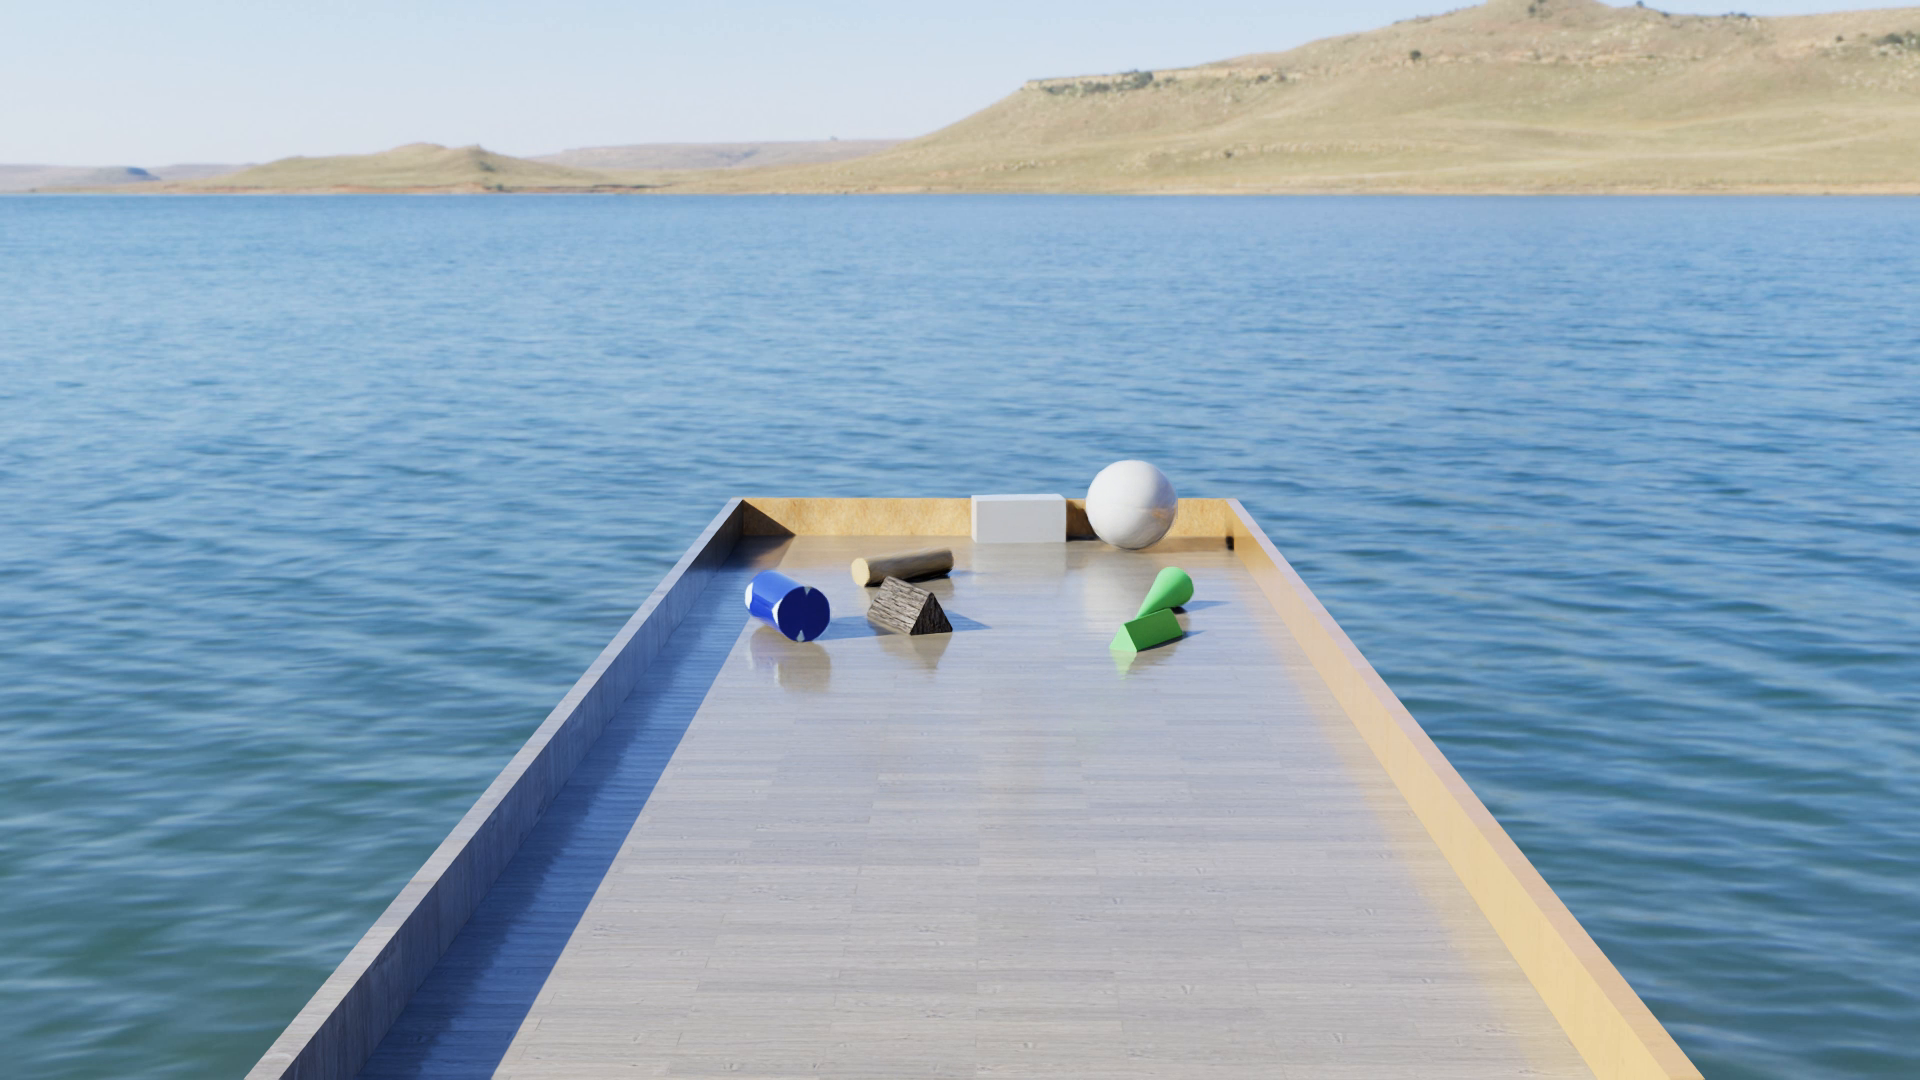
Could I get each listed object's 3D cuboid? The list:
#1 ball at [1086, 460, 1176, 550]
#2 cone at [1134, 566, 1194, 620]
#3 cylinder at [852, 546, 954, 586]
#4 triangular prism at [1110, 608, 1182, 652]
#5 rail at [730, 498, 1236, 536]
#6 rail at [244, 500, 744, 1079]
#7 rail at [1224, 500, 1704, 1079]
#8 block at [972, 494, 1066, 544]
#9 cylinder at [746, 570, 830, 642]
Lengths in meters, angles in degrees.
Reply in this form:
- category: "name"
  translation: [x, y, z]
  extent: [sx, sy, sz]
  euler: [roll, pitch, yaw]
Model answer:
- category: "ball"
  translation: [0.681, -0.140, 8.742]
  extent: [0.360, 0.360, 0.360]
  euler: [0, 9, 0]
- category: "cone"
  translation: [0.654, 0.217, 7.420]
  extent: [0.140, 0.140, 0.366]
  euler: [5, 21, 28]
- category: "cylinder"
  translation: [-0.209, 0.095, 8.080]
  extent: [0.402, 0.102, 0.102]
  euler: [-8, 12, -40]
- category: "triangular prism"
  translation: [0.591, 0.280, 6.962]
  extent: [0.096, 0.083, 0.309]
  euler: [5, 11, 33]
- category: "rail"
  translation: [0.099, -0.098, 9.147]
  extent: [2.100, 0.150, 0.050]
  euler: [0, 9, 1]
- category: "rail"
  translation: [-1.004, 0.839, 3.234]
  extent: [0.050, 0.150, 12.000]
  euler: [0, 9, 1]
- category: "rail"
  translation: [1.046, 0.843, 3.208]
  extent: [0.050, 0.150, 12.000]
  euler: [0, 9, 1]
- category: "block"
  translation: [0.239, -0.088, 9.010]
  extent: [0.365, 0.174, 0.174]
  euler: [-1, 9, -7]
- category: "cylinder"
  translation: [-0.559, 0.210, 7.110]
  extent: [0.179, 0.179, 0.337]
  euler: [-4, 10, -22]
